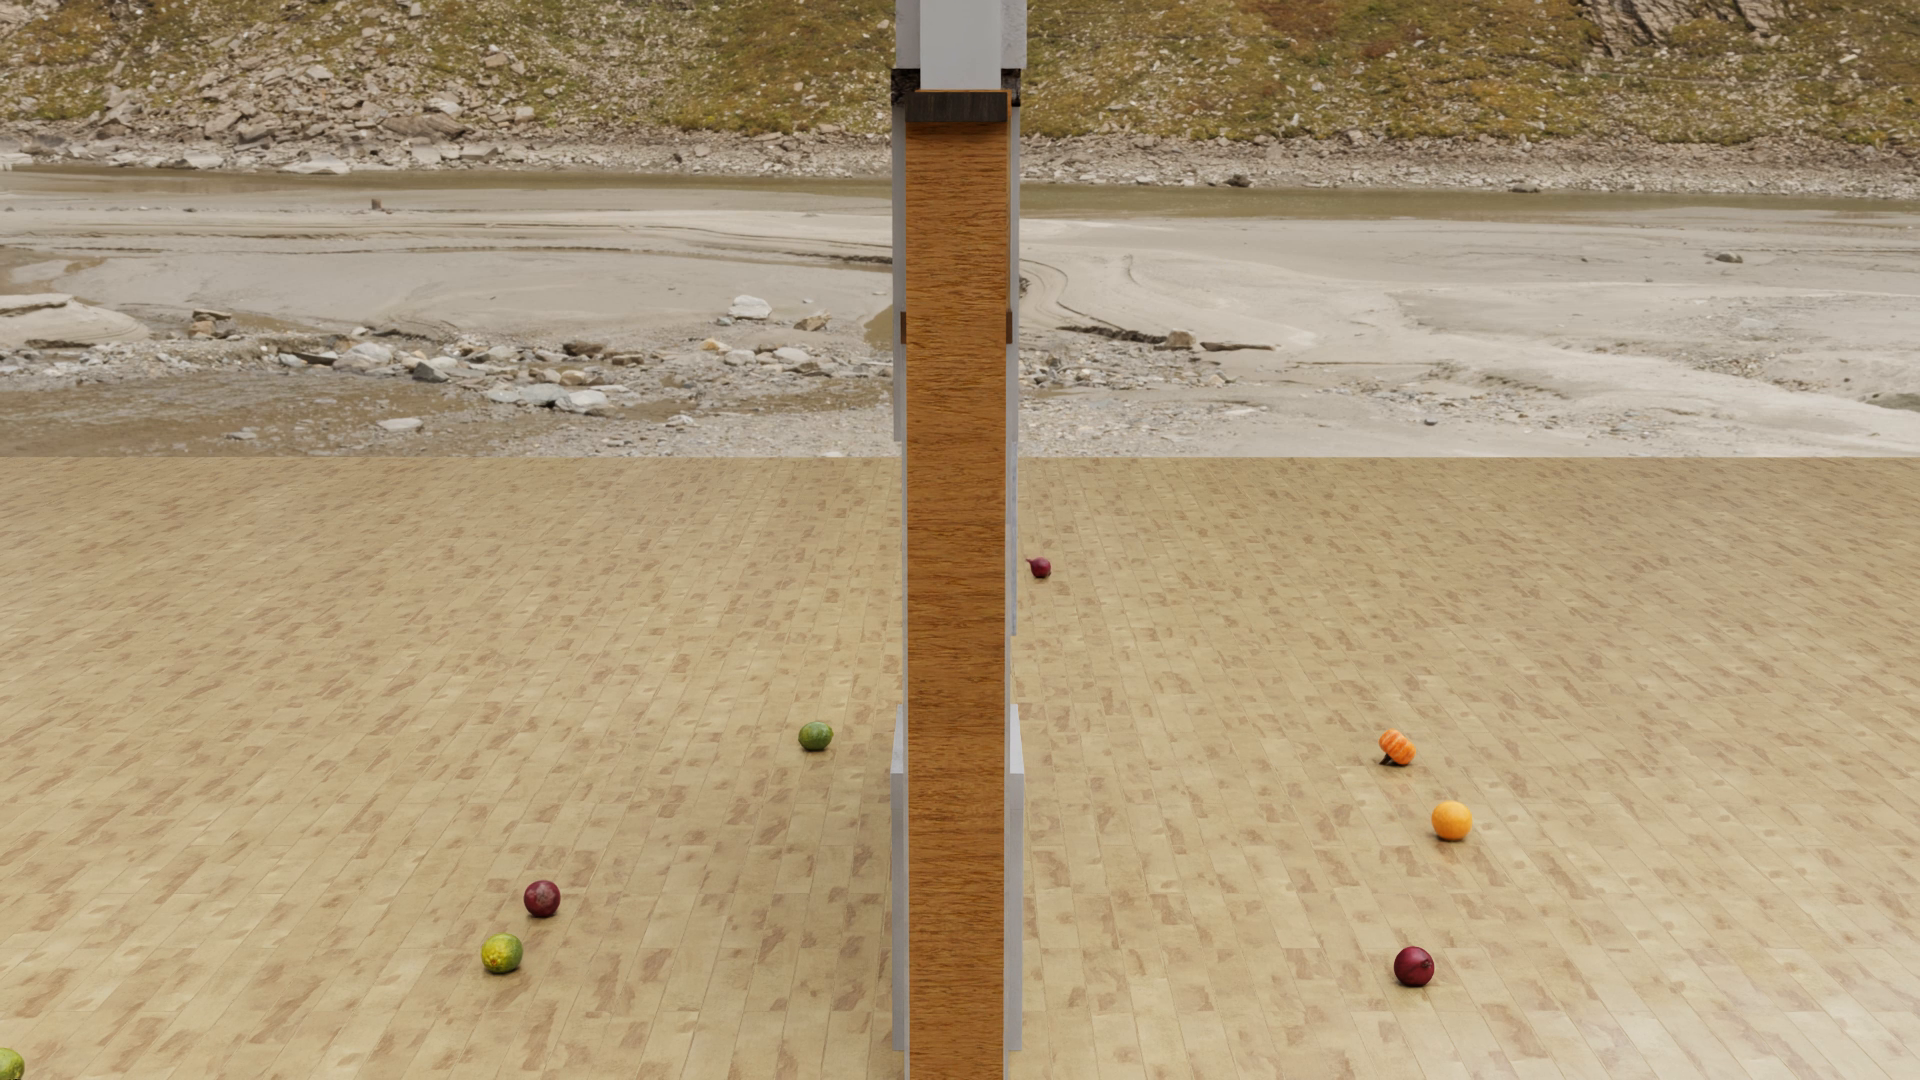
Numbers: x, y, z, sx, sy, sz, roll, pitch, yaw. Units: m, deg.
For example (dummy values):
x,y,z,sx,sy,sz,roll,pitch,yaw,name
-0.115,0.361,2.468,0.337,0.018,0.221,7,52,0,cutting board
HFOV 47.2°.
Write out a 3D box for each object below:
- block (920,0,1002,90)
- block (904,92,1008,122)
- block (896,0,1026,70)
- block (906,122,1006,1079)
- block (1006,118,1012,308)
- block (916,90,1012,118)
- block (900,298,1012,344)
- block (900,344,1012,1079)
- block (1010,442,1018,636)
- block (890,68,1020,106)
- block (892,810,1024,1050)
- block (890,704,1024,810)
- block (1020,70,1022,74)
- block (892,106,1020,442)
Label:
x,y,z,sx,sy,sz,roll,pitch,yaw,name
0.001,-0.655,2.705,0.099,0.198,0.028,0,11,0,block
-0.005,-0.508,2.586,0.115,0.033,0.230,0,11,0,block
0.002,-0.800,2.909,0.173,0.346,0.049,0,11,0,block
-0.004,0.142,2.629,0.115,1.261,0.033,0,11,0,block
0.004,-0.411,2.767,0.118,0.237,0.034,0,11,0,block
0.003,-0.558,2.820,0.118,0.034,0.237,0,11,0,block
-0.004,-0.288,2.861,0.139,0.039,0.278,0,11,0,block
-0.004,0.236,2.864,0.139,0.991,0.039,0,11,0,block
0.002,-0.101,3.410,0.173,0.500,0.049,0,11,0,block
-0.006,-0.636,3.108,0.174,0.049,0.347,0,11,0,block
-0.004,0.526,3.034,0.179,0.358,0.051,0,11,0,block
-0.004,0.303,3.114,0.179,0.051,0.358,0,11,0,block
0.001,-0.843,3.137,0.173,0.346,0.049,0,11,0,block
-0.006,-0.366,3.041,0.174,0.457,0.049,0,11,0,block
